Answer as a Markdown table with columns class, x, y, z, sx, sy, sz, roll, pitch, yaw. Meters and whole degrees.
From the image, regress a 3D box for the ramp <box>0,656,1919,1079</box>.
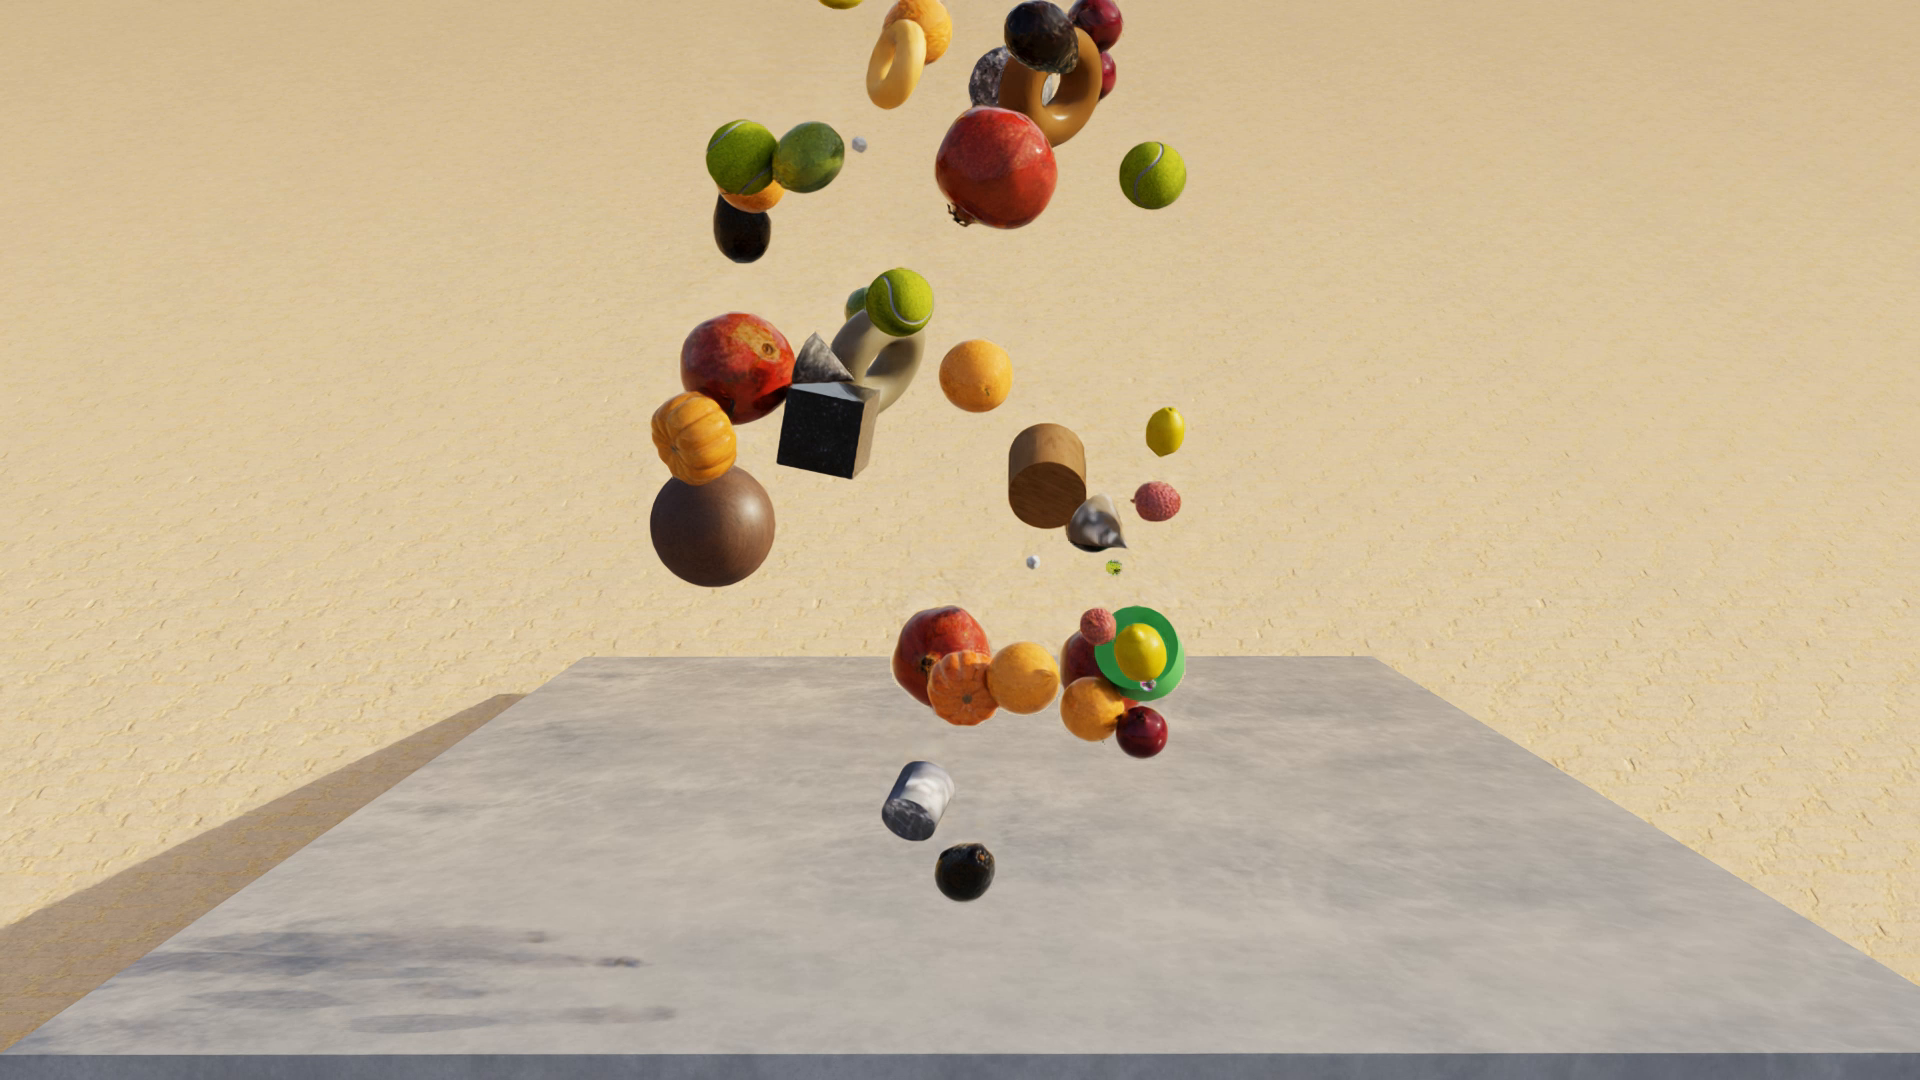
| class | x | y | z | sx | sy | sz | roll | pitch | yaw |
| --- | --- | --- | --- | --- | --- | --- | --- | --- | --- |
| ramp | 0.050 | 0.451 | 4.532 | 2.000 | 0.100 | 4.000 | 0 | 3 | 0 |

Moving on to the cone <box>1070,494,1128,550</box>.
| class | x | y | z | sx | sy | sz | roll | pitch | yaw |
| --- | --- | --- | --- | --- | --- | --- | --- | --- | --- |
| cone | 0.147 | -0.006 | 2.519 | 0.057 | 0.057 | 0.057 | -16 | 41 | -34 |

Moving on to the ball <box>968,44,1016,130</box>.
| class | x | y | z | sx | sy | sz | roll | pitch | yaw |
| --- | --- | --- | --- | --- | --- | --- | --- | --- | --- |
| ball | 0.054 | -0.481 | 2.734 | 0.090 | 0.090 | 0.090 | 0 | 21 | 0 |

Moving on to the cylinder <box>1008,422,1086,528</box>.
| class | x | y | z | sx | sy | sz | roll | pitch | yaw |
| --- | --- | --- | --- | --- | --- | --- | --- | --- | --- |
| cylinder | 0.095 | -0.070 | 2.787 | 0.084 | 0.084 | 0.084 | 0 | 32 | 1 |

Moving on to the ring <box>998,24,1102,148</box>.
| class | x | y | z | sx | sy | sz | roll | pitch | yaw |
| --- | --- | --- | --- | --- | --- | --- | --- | --- | --- |
| ring | 0.091 | -0.454 | 2.573 | 0.128 | 0.128 | 0.043 | -18 | 35 | -39 |

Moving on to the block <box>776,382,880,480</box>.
| class | x | y | z | sx | sy | sz | roll | pitch | yaw |
| --- | --- | --- | --- | --- | --- | --- | --- | --- | --- |
| block | -0.129 | -0.111 | 2.527 | 0.077 | 0.077 | 0.077 | 12 | 14 | 8 |

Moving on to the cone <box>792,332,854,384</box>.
| class | x | y | z | sx | sy | sz | roll | pitch | yaw |
| --- | --- | --- | --- | --- | --- | --- | --- | --- | --- |
| cone | -0.125 | -0.165 | 2.484 | 0.055 | 0.055 | 0.055 | 24 | 27 | 9 |

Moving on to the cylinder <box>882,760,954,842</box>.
| class | x | y | z | sx | sy | sz | roll | pitch | yaw |
| --- | --- | --- | --- | --- | --- | --- | --- | --- | --- |
| cylinder | -0.045 | 0.281 | 2.769 | 0.061 | 0.061 | 0.061 | 8 | 39 | 18 |

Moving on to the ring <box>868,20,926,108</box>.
| class | x | y | z | sx | sy | sz | roll | pitch | yaw |
| --- | --- | --- | --- | --- | --- | --- | --- | --- | --- |
| ring | -0.062 | -0.457 | 2.471 | 0.029 | 0.088 | 0.088 | 15 | 14 | -26 |

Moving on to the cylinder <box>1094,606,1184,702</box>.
| class | x | y | z | sx | sy | sz | roll | pitch | yaw |
| --- | --- | --- | --- | --- | --- | --- | --- | --- | --- |
| cylinder | 0.206 | 0.130 | 2.933 | 0.095 | 0.095 | 0.095 | 4 | -11 | 11 |

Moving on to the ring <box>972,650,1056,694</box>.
| class | x | y | z | sx | sy | sz | roll | pitch | yaw |
| --- | --- | --- | --- | --- | --- | --- | --- | --- | --- |
| ring | 0.062 | 0.150 | 2.934 | 0.098 | 0.033 | 0.098 | 10 | 10 | -2 |
